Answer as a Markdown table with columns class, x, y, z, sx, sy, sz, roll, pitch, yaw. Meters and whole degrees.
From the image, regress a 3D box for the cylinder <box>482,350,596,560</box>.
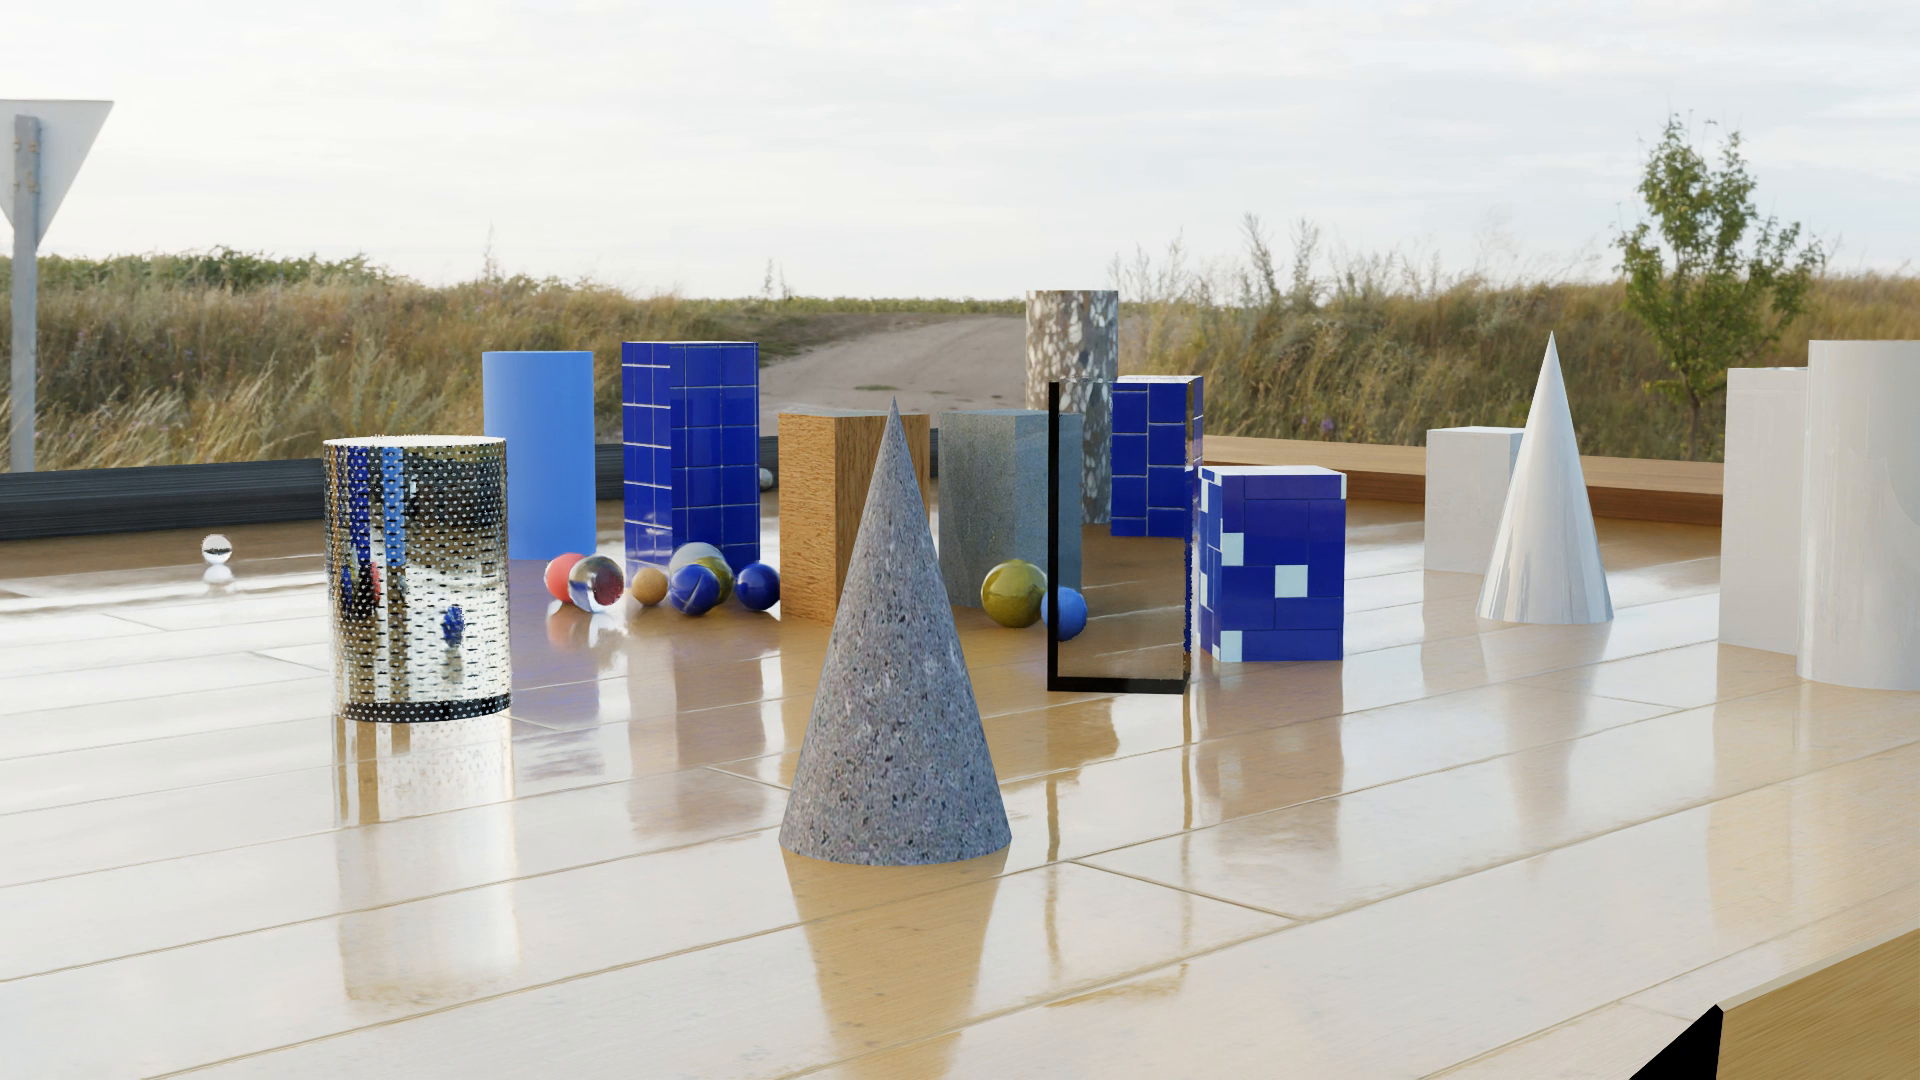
| class | x | y | z | sx | sy | sz | roll | pitch | yaw |
| --- | --- | --- | --- | --- | --- | --- | --- | --- | --- |
| cylinder | -0.769 | -0.159 | 4.027 | 0.198 | 0.370 | 0.198 | 0 | 6 | 0 |

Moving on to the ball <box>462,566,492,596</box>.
| class | x | y | z | sx | sy | sz | roll | pitch | yaw |
| --- | --- | --- | --- | --- | --- | --- | --- | --- | --- |
| ball | -0.758 | 0.064 | 3.453 | 0.044 | 0.044 | 0.044 | 0 | 6 | 0 |

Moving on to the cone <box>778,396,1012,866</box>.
| class | x | y | z | sx | sy | sz | roll | pitch | yaw |
| --- | --- | --- | --- | --- | --- | --- | --- | --- | --- |
| cone | -0.055 | 0.065 | 1.849 | 0.198 | 0.376 | 0.198 | 0 | 6 | 0 |

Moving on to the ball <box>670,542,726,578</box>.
| class | x | y | z | sx | sy | sz | roll | pitch | yaw |
| --- | --- | --- | --- | --- | --- | --- | --- | --- | --- |
| ball | -0.404 | 0.048 | 3.397 | 0.089 | 0.089 | 0.089 | 0 | 6 | 0 |

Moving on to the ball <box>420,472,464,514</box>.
| class | x | y | z | sx | sy | sz | roll | pitch | yaw |
| --- | --- | --- | --- | --- | --- | --- | --- | --- | --- |
| ball | -1.133 | -0.102 | 4.808 | 0.094 | 0.094 | 0.094 | 0 | 6 | 0 |

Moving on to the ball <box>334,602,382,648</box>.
| class | x | y | z | sx | sy | sz | roll | pitch | yaw |
| --- | --- | --- | --- | --- | --- | --- | --- | --- | --- |
| ball | -0.798 | 0.113 | 2.918 | 0.060 | 0.060 | 0.060 | 0 | 6 | 0 |

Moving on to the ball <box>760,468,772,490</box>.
| class | x | y | z | sx | sy | sz | roll | pitch | yaw |
| --- | --- | --- | --- | --- | --- | --- | --- | --- | --- |
| ball | -0.493 | -0.150 | 5.449 | 0.057 | 0.057 | 0.057 | 0 | 6 | 0 |

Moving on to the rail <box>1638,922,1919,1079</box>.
| class | x | y | z | sx | sy | sz | roll | pitch | yaw |
| --- | --- | --- | --- | --- | --- | --- | --- | --- | --- |
| rail | 1.309 | 0.181 | 1.921 | 3.988 | 0.129 | 0.045 | -5 | 8 | -42 |

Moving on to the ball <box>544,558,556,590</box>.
| class | x | y | z | sx | sy | sz | roll | pitch | yaw |
| --- | --- | --- | --- | --- | --- | --- | --- | --- | --- |
| ball | -0.615 | 0.057 | 3.428 | 0.064 | 0.064 | 0.064 | 0 | 6 | 0 |

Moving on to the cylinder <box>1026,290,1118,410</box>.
| class | x | y | z | sx | sy | sz | roll | pitch | yaw |
| --- | --- | --- | --- | --- | --- | --- | --- | --- | --- |
| cylinder | 0.240 | -0.291 | 4.729 | 0.198 | 0.487 | 0.198 | 0 | 6 | 0 |

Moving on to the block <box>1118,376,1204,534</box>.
| class | x | y | z | sx | sy | sz | roll | pitch | yaw |
| --- | --- | --- | --- | --- | --- | --- | --- | --- | --- |
| block | 0.403 | -0.175 | 4.457 | 0.159 | 0.312 | 0.159 | 1 | 6 | 13 |

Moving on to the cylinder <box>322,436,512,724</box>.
| class | x | y | z | sx | sy | sz | roll | pitch | yaw |
| --- | --- | --- | --- | --- | --- | --- | --- | --- | --- |
| cylinder | -0.607 | 0.039 | 2.465 | 0.198 | 0.300 | 0.198 | 0 | 6 | 0 |

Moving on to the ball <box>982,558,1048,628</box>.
| class | x | y | z | sx | sy | sz | roll | pitch | yaw |
| --- | --- | --- | --- | --- | --- | --- | --- | --- | --- |
| ball | 0.080 | 0.075 | 3.088 | 0.098 | 0.098 | 0.098 | 0 | 6 | 0 |

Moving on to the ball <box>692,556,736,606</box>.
| class | x | y | z | sx | sy | sz | roll | pitch | yaw |
| --- | --- | --- | --- | --- | --- | --- | --- | --- | --- |
| ball | -0.378 | 0.063 | 3.313 | 0.077 | 0.077 | 0.077 | 0 | 6 | 0 |

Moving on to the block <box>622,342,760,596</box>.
| class | x | y | z | sx | sy | sz | roll | pitch | yaw |
| --- | --- | --- | --- | --- | --- | --- | --- | --- | --- |
| block | -0.430 | -0.118 | 3.515 | 0.159 | 0.395 | 0.159 | -4 | 7 | -36 |

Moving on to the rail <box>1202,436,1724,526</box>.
| class | x | y | z | sx | sy | sz | roll | pitch | yaw |
| --- | --- | --- | --- | --- | --- | --- | --- | --- | --- |
| rail | 1.448 | -0.105 | 4.661 | 0.045 | 0.129 | 3.908 | -5 | 8 | -42 |

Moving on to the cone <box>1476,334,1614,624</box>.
| class | x | y | z | sx | sy | sz | roll | pitch | yaw |
| --- | --- | --- | --- | --- | --- | --- | --- | --- | --- |
| cone | 0.858 | -0.097 | 3.210 | 0.198 | 0.417 | 0.198 | 0 | 6 | 0 |

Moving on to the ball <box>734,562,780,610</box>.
| class | x | y | z | sx | sy | sz | roll | pitch | yaw |
| --- | --- | --- | --- | --- | --- | --- | --- | --- | --- |
| ball | -0.299 | 0.069 | 3.272 | 0.072 | 0.072 | 0.072 | 0 | 6 | 0 |

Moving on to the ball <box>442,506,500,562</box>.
| class | x | y | z | sx | sy | sz | roll | pitch | yaw |
| --- | --- | --- | --- | --- | --- | --- | --- | --- | --- |
| ball | -0.871 | -0.012 | 3.918 | 0.099 | 0.099 | 0.099 | 0 | 6 | 0 |

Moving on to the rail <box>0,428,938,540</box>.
| class | x | y | z | sx | sy | sz | roll | pitch | yaw |
| --- | --- | --- | --- | --- | --- | --- | --- | --- | --- |
| rail | -1.309 | -0.114 | 4.743 | 3.988 | 0.129 | 0.045 | -5 | 8 | -42 |

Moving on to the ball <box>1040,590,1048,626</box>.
| class | x | y | z | sx | sy | sz | roll | pitch | yaw |
| --- | --- | --- | --- | --- | --- | --- | --- | --- | --- |
| ball | 0.147 | 0.094 | 3.035 | 0.072 | 0.072 | 0.072 | 0 | 6 | 0 |

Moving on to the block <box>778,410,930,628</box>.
| class | x | y | z | sx | sy | sz | roll | pitch | yaw |
| --- | --- | --- | --- | --- | --- | --- | --- | --- | --- |
| block | -0.154 | -0.035 | 3.191 | 0.159 | 0.297 | 0.159 | -4 | 7 | -34 |

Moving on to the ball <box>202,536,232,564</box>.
| class | x | y | z | sx | sy | sz | roll | pitch | yaw |
| --- | --- | --- | --- | --- | --- | --- | --- | --- | --- |
| ball | -1.311 | 0.017 | 3.879 | 0.050 | 0.050 | 0.050 | 0 | 6 | 0 |

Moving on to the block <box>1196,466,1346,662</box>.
| class | x | y | z | sx | sy | sz | roll | pitch | yaw |
| --- | --- | --- | --- | --- | --- | --- | --- | --- | --- |
| block | 0.404 | 0.028 | 2.870 | 0.159 | 0.238 | 0.159 | -1 | 6 | -5 |

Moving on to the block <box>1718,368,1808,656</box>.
| class | x | y | z | sx | sy | sz | roll | pitch | yaw |
| --- | --- | --- | --- | --- | --- | --- | --- | --- | --- |
| block | 1.129 | -0.042 | 2.913 | 0.159 | 0.368 | 0.159 | -3 | 7 | -28 |

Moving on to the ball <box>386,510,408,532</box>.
| class | x | y | z | sx | sy | sz | roll | pitch | yaw |
| --- | --- | --- | --- | --- | --- | --- | --- | --- | --- |
| ball | -1.135 | -0.038 | 4.430 | 0.045 | 0.045 | 0.045 | 0 | 6 | 0 |

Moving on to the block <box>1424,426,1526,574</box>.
| class | x | y | z | sx | sy | sz | roll | pitch | yaw |
| --- | --- | --- | --- | --- | --- | --- | --- | --- | --- |
| block | 0.915 | -0.070 | 3.796 | 0.159 | 0.240 | 0.159 | 5 | 8 | 42 |

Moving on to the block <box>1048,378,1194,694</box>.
| class | x | y | z | sx | sy | sz | roll | pitch | yaw |
| --- | --- | --- | --- | --- | --- | --- | --- | --- | --- |
| block | 0.193 | -0.009 | 2.629 | 0.159 | 0.362 | 0.159 | 1 | 6 | 9 |

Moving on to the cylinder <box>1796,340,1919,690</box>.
| class | x | y | z | sx | sy | sz | roll | pitch | yaw |
| --- | --- | --- | --- | --- | --- | --- | --- | --- | --- |
| cylinder | 1.126 | -0.036 | 2.664 | 0.198 | 0.409 | 0.198 | 0 | 6 | 0 |

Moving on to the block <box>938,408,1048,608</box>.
| class | x | y | z | sx | sy | sz | roll | pitch | yaw |
| --- | --- | --- | --- | --- | --- | --- | --- | --- | --- |
| block | 0.079 | -0.049 | 3.349 | 0.159 | 0.291 | 0.159 | 6 | 8 | 44 |

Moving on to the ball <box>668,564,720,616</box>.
| class | x | y | z | sx | sy | sz | roll | pitch | yaw |
| --- | --- | --- | --- | --- | --- | --- | --- | --- | --- |
| ball | -0.389 | 0.073 | 3.219 | 0.075 | 0.075 | 0.075 | 0 | 6 | 0 |

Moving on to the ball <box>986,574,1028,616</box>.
| class | x | y | z | sx | sy | sz | roll | pitch | yaw |
| --- | --- | --- | --- | --- | --- | --- | --- | --- | --- |
| ball | 0.068 | 0.080 | 3.219 | 0.061 | 0.061 | 0.061 | 0 | 6 | 0 |

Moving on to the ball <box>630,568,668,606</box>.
| class | x | y | z | sx | sy | sz | roll | pitch | yaw |
| --- | --- | --- | --- | --- | --- | --- | --- | --- | --- |
| ball | -0.471 | 0.070 | 3.337 | 0.057 | 0.057 | 0.057 | 0 | 6 | 0 |

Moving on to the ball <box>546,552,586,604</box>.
| class | x | y | z | sx | sy | sz | roll | pitch | yaw |
| --- | --- | --- | --- | --- | --- | --- | --- | --- | --- |
| ball | -0.590 | 0.058 | 3.352 | 0.078 | 0.078 | 0.078 | 0 | 6 | 0 |

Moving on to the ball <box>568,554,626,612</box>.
| class | x | y | z | sx | sy | sz | roll | pitch | yaw |
| --- | --- | --- | --- | --- | --- | --- | --- | --- | --- |
| ball | -0.538 | 0.065 | 3.253 | 0.086 | 0.086 | 0.086 | 0 | 6 | 0 |
